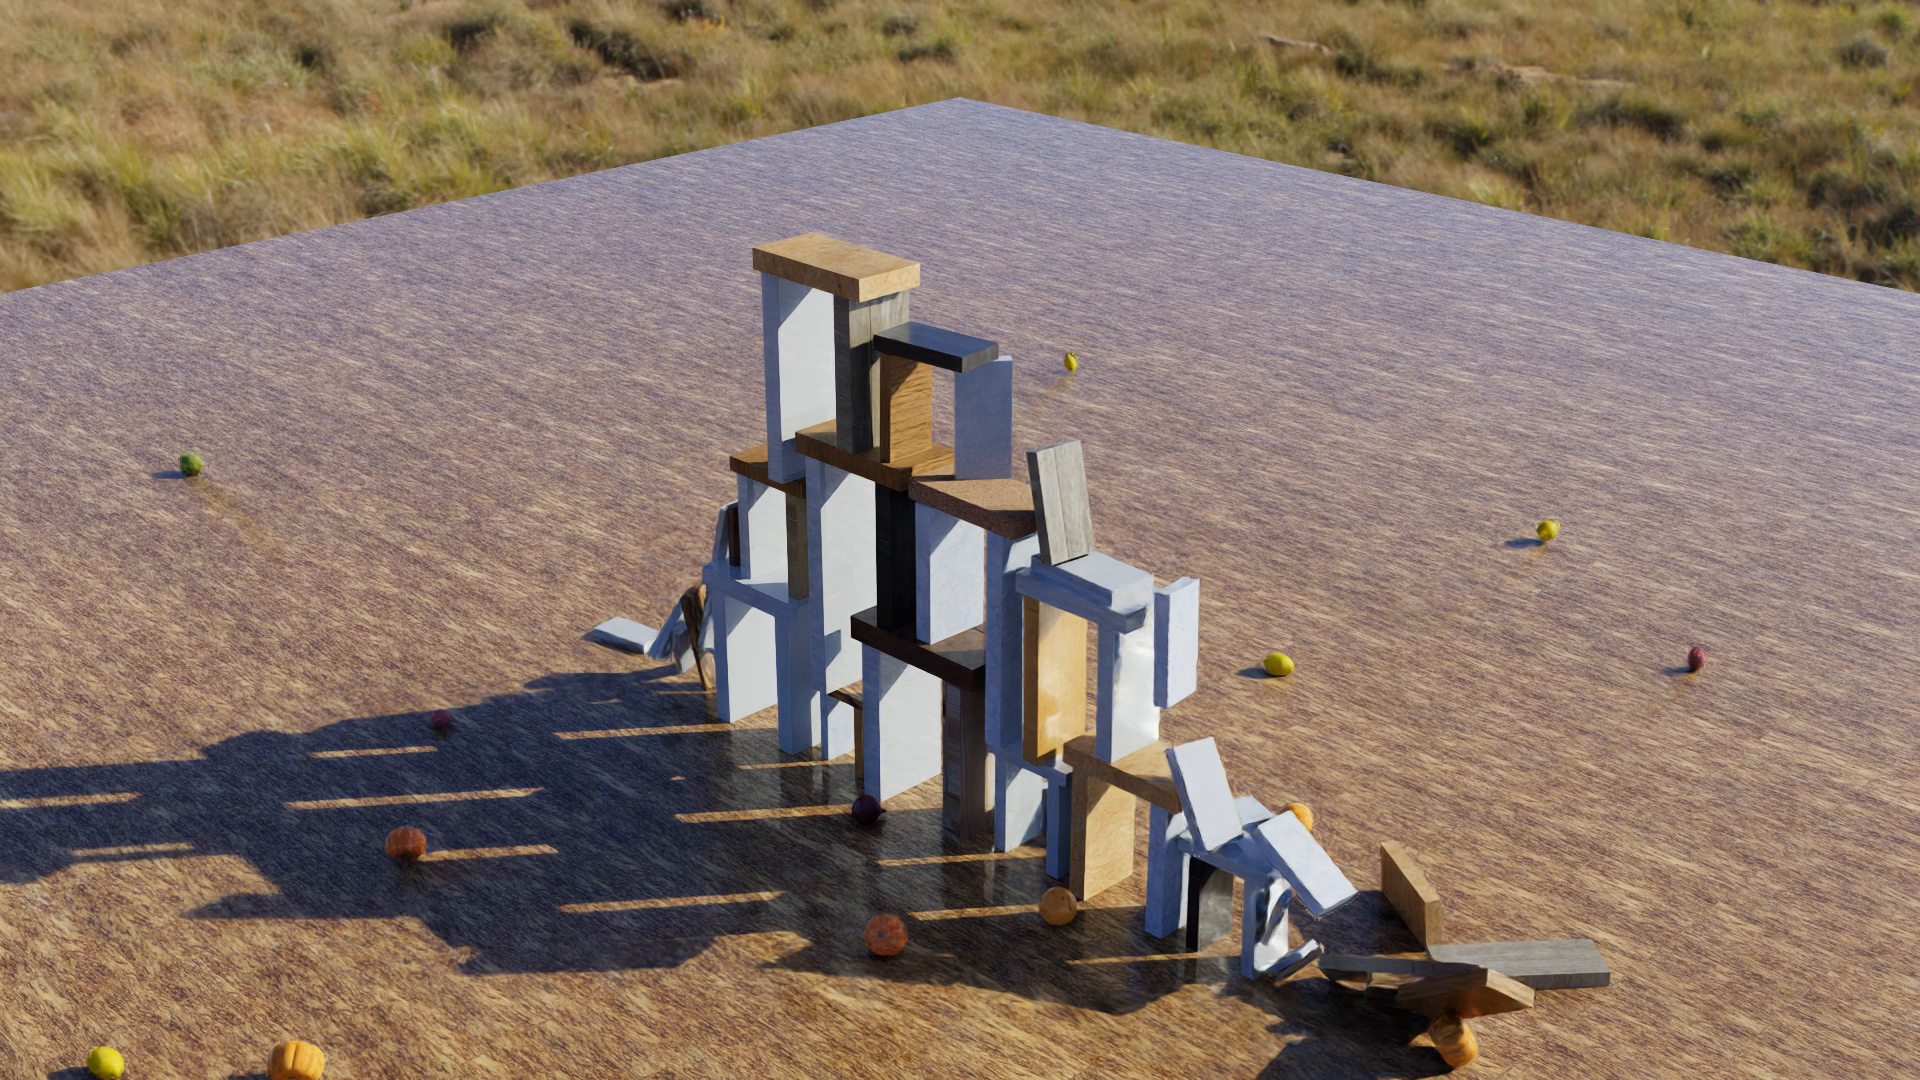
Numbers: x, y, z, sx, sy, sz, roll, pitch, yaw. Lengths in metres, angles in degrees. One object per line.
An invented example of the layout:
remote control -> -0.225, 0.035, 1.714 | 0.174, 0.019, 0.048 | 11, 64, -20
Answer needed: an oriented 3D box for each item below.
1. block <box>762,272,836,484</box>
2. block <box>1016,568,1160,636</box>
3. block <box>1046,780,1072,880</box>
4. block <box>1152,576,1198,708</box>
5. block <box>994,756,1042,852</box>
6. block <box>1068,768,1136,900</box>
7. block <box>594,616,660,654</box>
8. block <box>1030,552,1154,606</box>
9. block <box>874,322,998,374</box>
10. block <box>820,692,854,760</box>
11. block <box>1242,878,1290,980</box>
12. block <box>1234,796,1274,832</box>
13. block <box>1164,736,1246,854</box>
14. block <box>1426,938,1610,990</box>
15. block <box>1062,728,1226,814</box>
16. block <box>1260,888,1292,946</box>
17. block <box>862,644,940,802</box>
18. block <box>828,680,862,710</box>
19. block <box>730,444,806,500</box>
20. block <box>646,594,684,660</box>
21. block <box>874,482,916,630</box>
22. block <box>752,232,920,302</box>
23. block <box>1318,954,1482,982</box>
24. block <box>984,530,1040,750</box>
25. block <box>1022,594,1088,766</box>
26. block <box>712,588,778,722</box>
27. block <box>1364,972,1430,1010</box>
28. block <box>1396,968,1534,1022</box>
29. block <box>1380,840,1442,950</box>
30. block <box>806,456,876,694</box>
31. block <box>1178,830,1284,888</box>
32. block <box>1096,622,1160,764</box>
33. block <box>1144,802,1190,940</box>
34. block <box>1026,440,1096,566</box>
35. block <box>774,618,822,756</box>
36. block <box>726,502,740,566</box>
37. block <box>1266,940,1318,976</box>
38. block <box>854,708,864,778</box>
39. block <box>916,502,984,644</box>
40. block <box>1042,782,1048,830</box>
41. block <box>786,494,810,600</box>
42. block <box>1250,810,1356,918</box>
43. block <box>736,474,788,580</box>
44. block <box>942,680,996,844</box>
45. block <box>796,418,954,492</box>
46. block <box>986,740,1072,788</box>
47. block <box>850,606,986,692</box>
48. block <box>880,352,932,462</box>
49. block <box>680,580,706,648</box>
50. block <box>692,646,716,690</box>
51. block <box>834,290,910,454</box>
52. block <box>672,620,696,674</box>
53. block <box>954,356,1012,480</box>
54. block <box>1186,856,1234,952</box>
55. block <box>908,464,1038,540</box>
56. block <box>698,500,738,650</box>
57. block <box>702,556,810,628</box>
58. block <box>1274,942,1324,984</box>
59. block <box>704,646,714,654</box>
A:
block -> -0.319, -0.340, 4.421 | 0.044, 0.433, 0.156 | 20, 30, 40
block -> 0.244, 0.095, 4.005 | 0.266, 0.038, 0.133 | 21, 31, 41
block -> 0.213, 0.538, 4.227 | 0.104, 0.208, 0.029 | -21, 31, -41
block -> 0.381, 0.180, 3.880 | 0.030, 0.210, 0.105 | 11, 21, 33
block -> 0.115, 0.499, 4.318 | 0.029, 0.208, 0.104 | 21, 31, 41
block -> 0.270, 0.532, 4.156 | 0.137, 0.274, 0.039 | -21, 31, -40
block -> -0.780, 0.224, 5.204 | 0.159, 0.023, 0.080 | 16, 28, 33
block -> 0.239, 0.060, 4.003 | 0.105, 0.030, 0.210 | -19, 29, -37
block -> -0.046, -0.363, 4.130 | 0.216, 0.031, 0.108 | 18, 29, 36
block -> -0.258, 0.381, 4.661 | 0.022, 0.157, 0.079 | 21, 31, 41
block -> 0.544, 0.677, 3.916 | 0.097, 0.193, 0.027 | -21, 29, -40
block -> 0.526, 0.563, 4.398 | 0.190, 0.027, 0.095 | -10, 25, -23
block -> 0.435, 0.452, 3.901 | 0.095, 0.190, 0.027 | -11, -10, -35
block -> 0.995, 0.760, 3.930 | 0.303, 0.030, 0.106 | -1, 23, -3
block -> 0.336, 0.414, 4.035 | 0.274, 0.039, 0.137 | 21, 31, 40
block -> 0.556, 0.663, 3.864 | 0.014, 0.096, 0.048 | 27, 31, 20
block -> -0.118, 0.347, 4.501 | 0.049, 0.345, 0.172 | 21, 31, 41
block -> -0.221, 0.313, 4.592 | 0.157, 0.022, 0.079 | 21, 31, 40
block -> -0.359, -0.145, 4.558 | 0.116, 0.033, 0.232 | -21, 31, -40
block -> -0.645, 0.198, 4.982 | 0.023, 0.159, 0.080 | 34, 7, 15
block -> -0.096, 0.012, 4.337 | 0.043, 0.303, 0.152 | 21, 31, 40
block -> -0.242, -0.530, 4.260 | 0.156, 0.044, 0.312 | -21, 31, -40
block -> 0.771, 0.752, 3.822 | 0.278, 0.026, 0.093 | -1, -23, 25
block -> 0.113, 0.172, 4.181 | 0.041, 0.442, 0.143 | 21, 31, 40
block -> 0.179, 0.246, 4.137 | 0.038, 0.341, 0.133 | 21, 31, 41
block -> -0.464, 0.231, 4.820 | 0.044, 0.310, 0.155 | 21, 31, 41
block -> 0.796, 0.783, 3.788 | 0.186, 0.093, 0.026 | 5, 59, 5
block -> 0.840, 0.759, 3.661 | 0.106, 0.030, 0.212 | 27, -30, -23
block -> 0.834, 0.657, 4.074 | 0.030, 0.106, 0.211 | -10, 24, -9
block -> -0.239, 0.055, 4.510 | 0.152, 0.517, 0.043 | -21, 31, -40
block -> 0.495, 0.556, 3.919 | 0.194, 0.027, 0.097 | 20, 30, 40
block -> 0.308, 0.260, 4.005 | 0.038, 0.266, 0.133 | 21, 30, 41
block -> 0.404, 0.582, 4.038 | 0.039, 0.274, 0.137 | 21, 31, 40
block -> 0.184, -0.069, 3.999 | 0.105, 0.210, 0.030 | -17, 15, -35
block -> -0.317, 0.288, 4.685 | 0.044, 0.310, 0.155 | 21, 31, 41
block -> -0.465, -0.017, 4.718 | 0.019, 0.137, 0.068 | 21, 31, 41
block -> 0.588, 0.741, 3.901 | 0.048, 0.096, 0.014 | -27, 79, -42
block -> -0.184, 0.410, 4.593 | 0.022, 0.157, 0.079 | 21, 31, 41
block -> -0.020, 0.047, 4.277 | 0.143, 0.286, 0.041 | -20, 30, -40
block -> 0.247, 0.540, 4.366 | 0.190, 0.095, 0.027 | 7, 24, 15
block -> -0.304, -0.002, 4.560 | 0.116, 0.232, 0.033 | -21, 31, -41
block -> 0.602, 0.566, 3.855 | 0.093, 0.026, 0.186 | -18, 59, -40
block -> -0.413, -0.044, 4.661 | 0.033, 0.232, 0.116 | 21, 31, 41
block -> 0.044, 0.411, 4.352 | 0.049, 0.345, 0.172 | 21, 31, 41
block -> -0.167, -0.175, 4.334 | 0.303, 0.043, 0.152 | 21, 31, 41
block -> 0.162, 0.410, 4.225 | 0.208, 0.029, 0.104 | 21, 31, 40
block -> -0.037, 0.198, 4.350 | 0.172, 0.049, 0.345 | -21, 31, -40
block -> -0.103, -0.265, 4.216 | 0.108, 0.216, 0.031 | -21, 32, -39
block -> -0.584, 0.166, 4.895 | 0.019, 0.137, 0.068 | 13, 42, 27
block -> -0.569, 0.282, 4.968 | 0.050, 0.101, 0.014 | -22, 13, -41
block -> -0.169, -0.337, 4.261 | 0.044, 0.312, 0.156 | 21, 31, 40
block -> -0.612, 0.232, 4.995 | 0.080, 0.159, 0.023 | -37, 64, -25
block -> 0.043, -0.230, 4.158 | 0.108, 0.236, 0.031 | -2, 23, -4
block -> 0.455, 0.643, 3.998 | 0.097, 0.193, 0.027 | -21, 30, -41
block -> 0.052, -0.078, 4.151 | 0.143, 0.041, 0.286 | -20, 30, -39
block -> -0.518, 0.077, 4.815 | 0.068, 0.376, 0.019 | -22, 47, -40
block -> -0.390, 0.096, 4.683 | 0.311, 0.044, 0.155 | 21, 31, 41
block -> 0.601, 0.748, 3.889 | 0.096, 0.014, 0.048 | -36, -7, 10
block -> -0.553, 0.233, 4.934 | 0.050, 0.014, 0.101 | -21, 30, -40
